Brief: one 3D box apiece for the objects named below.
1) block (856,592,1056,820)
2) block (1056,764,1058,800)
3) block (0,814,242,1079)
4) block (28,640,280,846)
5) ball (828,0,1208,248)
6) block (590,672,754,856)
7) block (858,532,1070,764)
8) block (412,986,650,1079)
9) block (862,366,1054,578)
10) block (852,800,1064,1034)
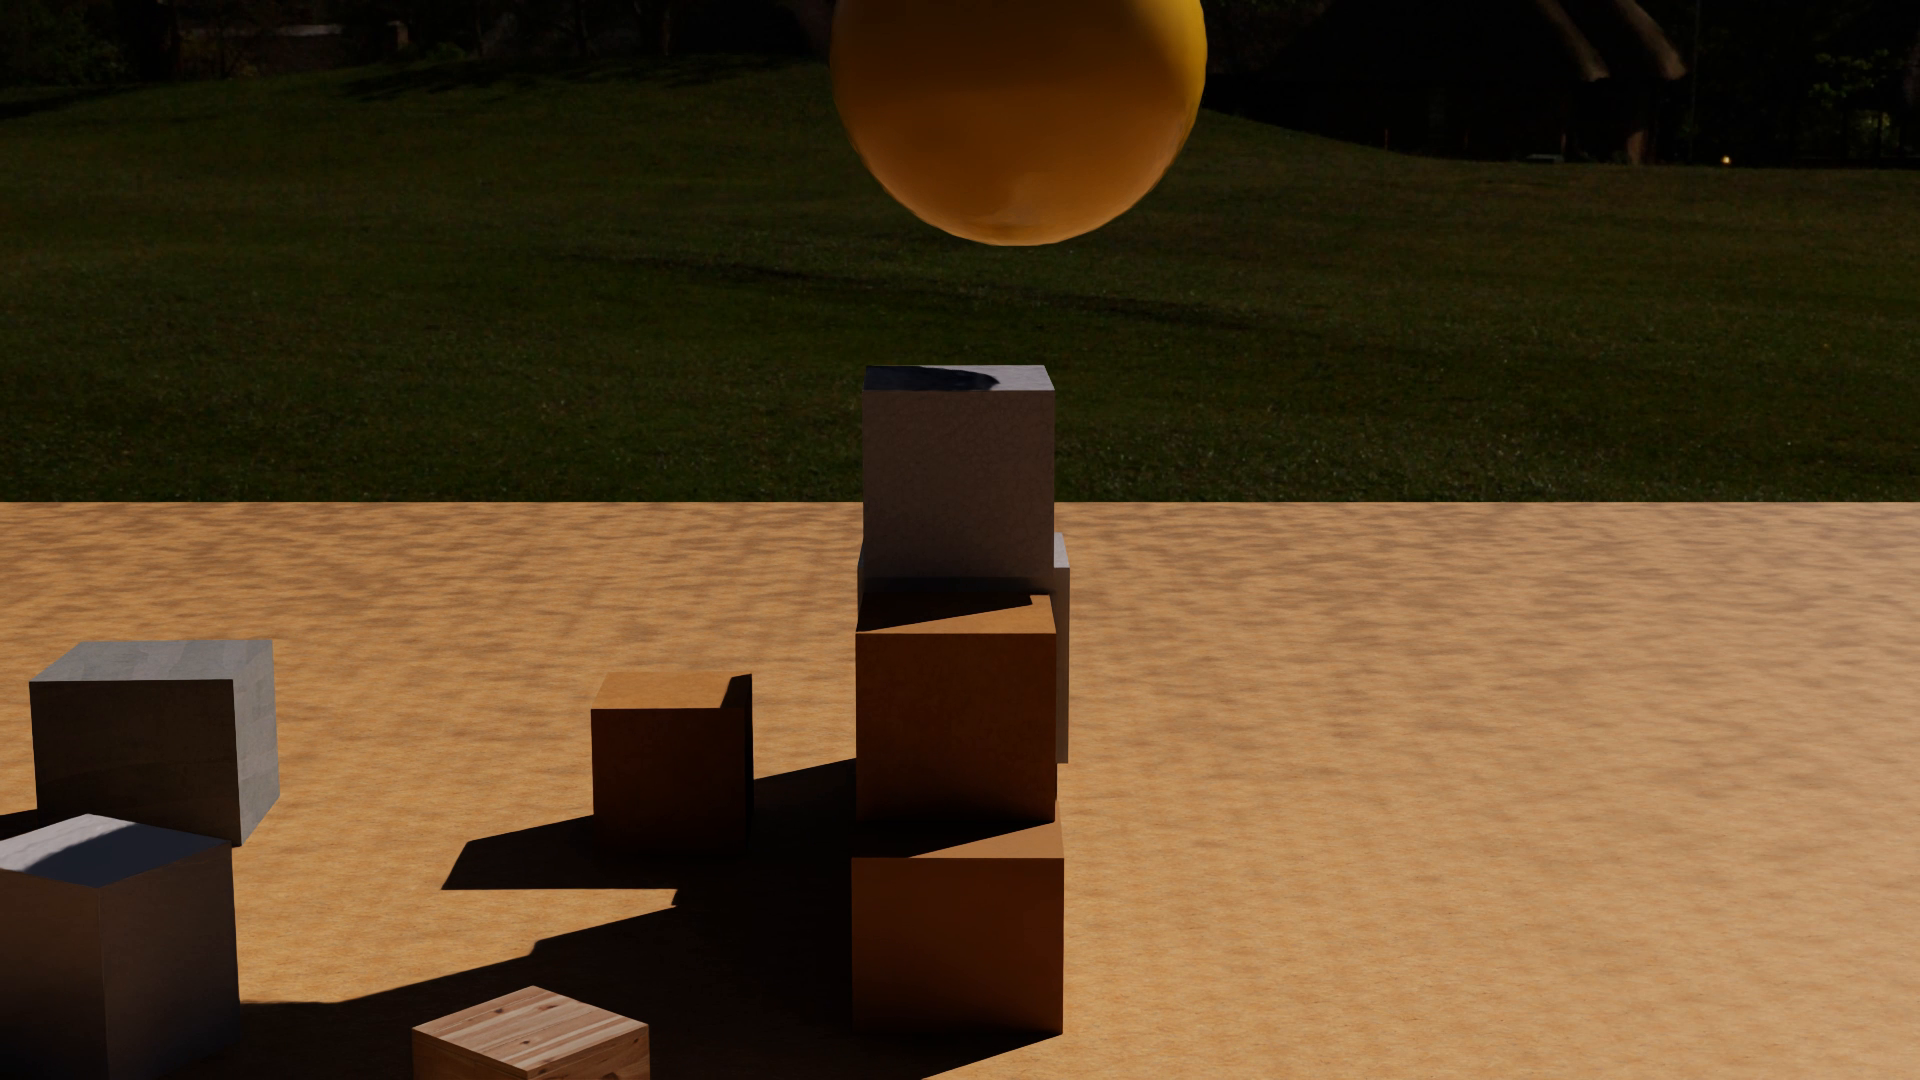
[{"bbox_3d":[-0.016,0.646,10.186,0.761,0.733,0.846,0,9,0],"label":"block"},{"bbox_3d":[-0.004,0.923,11.953,0.881,0.908,0.836,0,10,0],"label":"block"},{"bbox_3d":[-3.115,1.484,9.275,0.728,0.762,0.630,6,12,28],"label":"block"},{"bbox_3d":[-3.784,0.951,12.128,0.914,0.790,0.833,0,10,-3],"label":"block"},{"bbox_3d":[0.243,-2.039,10.810,1.600,1.600,1.600,0,10,0],"label":"ball"},{"bbox_3d":[-1.329,1.031,11.973,0.689,0.687,0.722,0,10,-2],"label":"block"},{"bbox_3d":[0.014,0.448,11.014,0.873,0.831,0.818,0,10,0],"label":"block"},{"bbox_3d":[-1.350,1.801,8.110,0.550,0.555,0.498,8,13,39],"label":"block"},{"bbox_3d":[-0.013,-0.301,10.694,0.766,0.758,0.884,0,10,-1],"label":"block"},{"bbox_3d":[-0.004,1.429,9.812,0.779,0.678,0.750,0,10,1],"label":"block"}]
